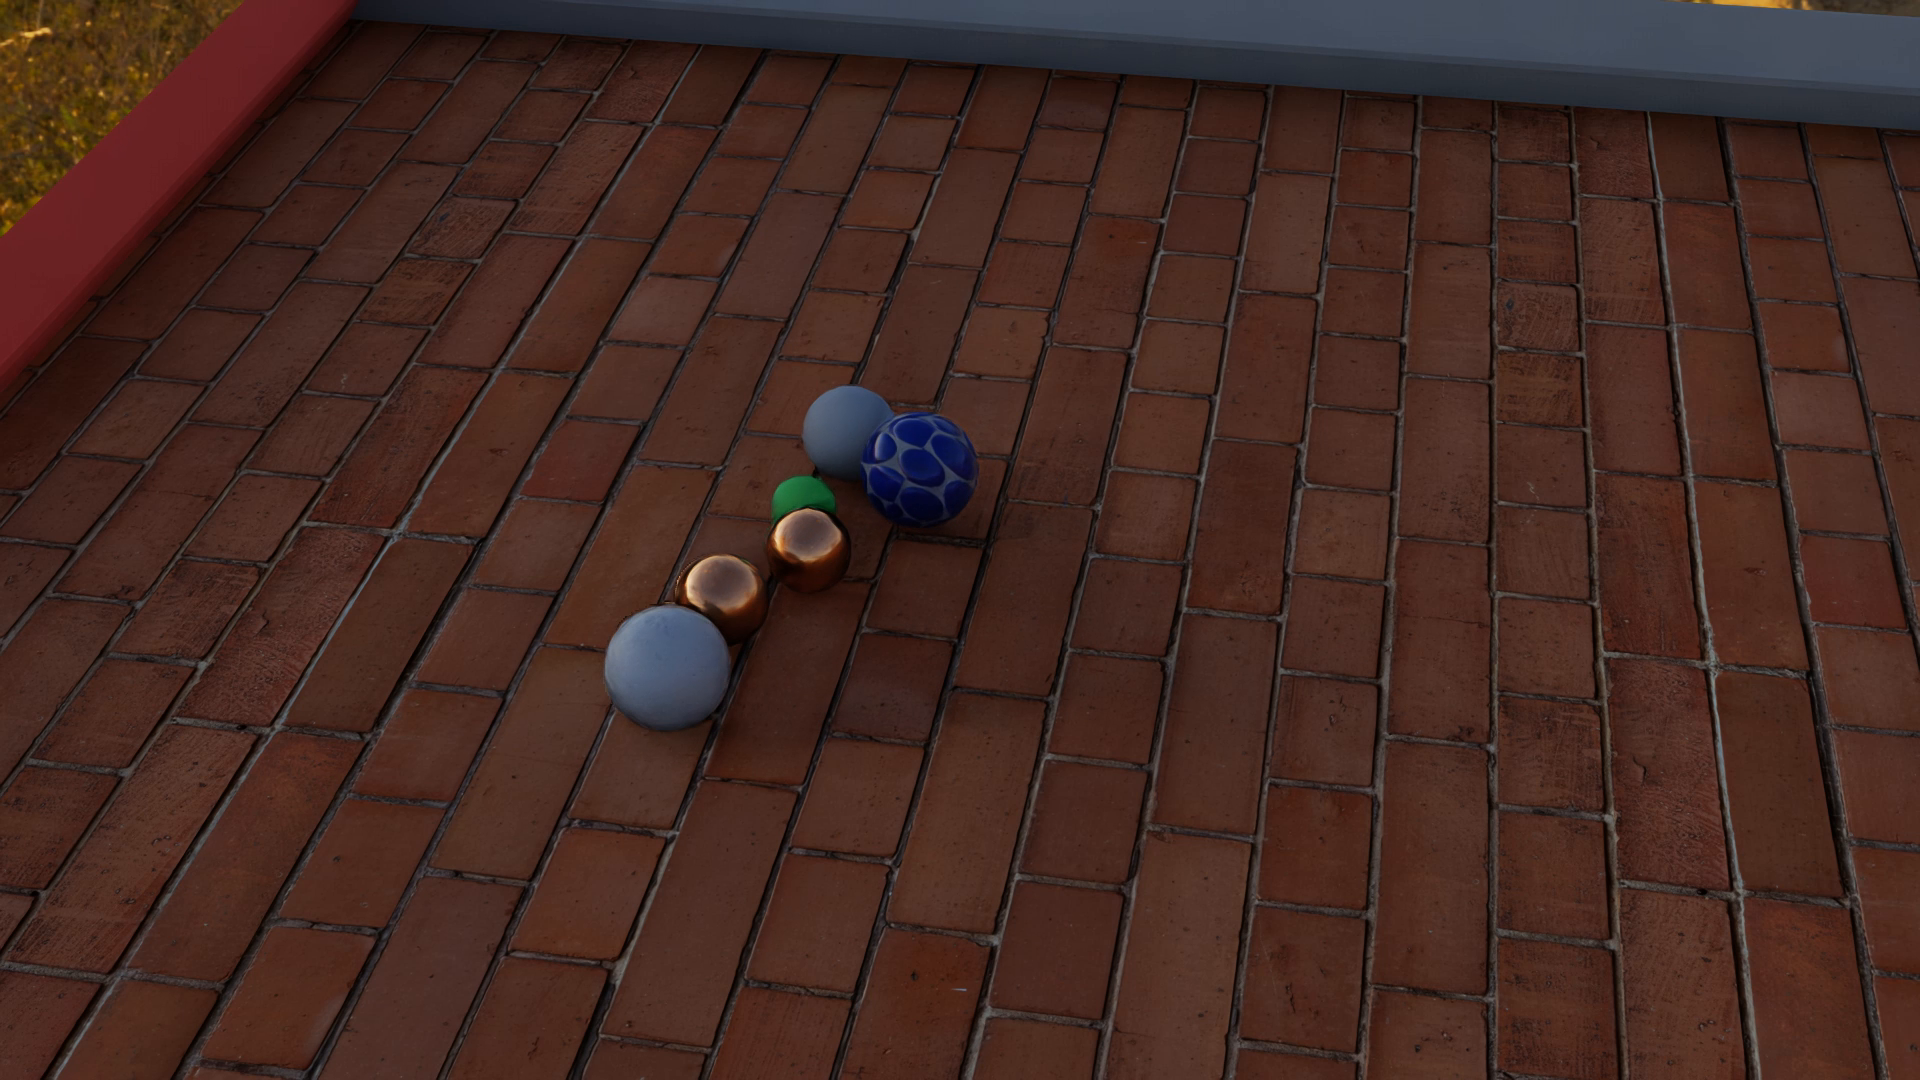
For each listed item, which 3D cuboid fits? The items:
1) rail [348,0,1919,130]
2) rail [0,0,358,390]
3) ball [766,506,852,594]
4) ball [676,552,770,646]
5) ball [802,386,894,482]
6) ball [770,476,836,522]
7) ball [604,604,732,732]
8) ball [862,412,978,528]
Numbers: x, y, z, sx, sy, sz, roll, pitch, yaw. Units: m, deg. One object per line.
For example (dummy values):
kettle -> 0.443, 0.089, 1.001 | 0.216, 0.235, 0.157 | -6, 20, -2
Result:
rail -> 0.996, -0.450, 2.546 | 3.405, 0.119, 0.045 | 6, 35, 8
rail -> -0.815, -0.098, 2.032 | 0.045, 0.119, 1.893 | 6, 35, 8
ball -> -0.114, 0.008, 1.926 | 0.065, 0.065, 0.065 | 0, 34, 0
ball -> -0.173, 0.044, 1.871 | 0.069, 0.069, 0.069 | 0, 34, 0
ball -> -0.088, -0.085, 2.051 | 0.077, 0.077, 0.077 | 0, 34, 0
ball -> -0.121, -0.024, 1.985 | 0.051, 0.051, 0.051 | 0, 34, 0
ball -> -0.203, 0.089, 1.787 | 0.088, 0.088, 0.088 | 0, 34, 0
ball -> -0.031, -0.054, 1.994 | 0.091, 0.091, 0.091 | 0, 34, 0
